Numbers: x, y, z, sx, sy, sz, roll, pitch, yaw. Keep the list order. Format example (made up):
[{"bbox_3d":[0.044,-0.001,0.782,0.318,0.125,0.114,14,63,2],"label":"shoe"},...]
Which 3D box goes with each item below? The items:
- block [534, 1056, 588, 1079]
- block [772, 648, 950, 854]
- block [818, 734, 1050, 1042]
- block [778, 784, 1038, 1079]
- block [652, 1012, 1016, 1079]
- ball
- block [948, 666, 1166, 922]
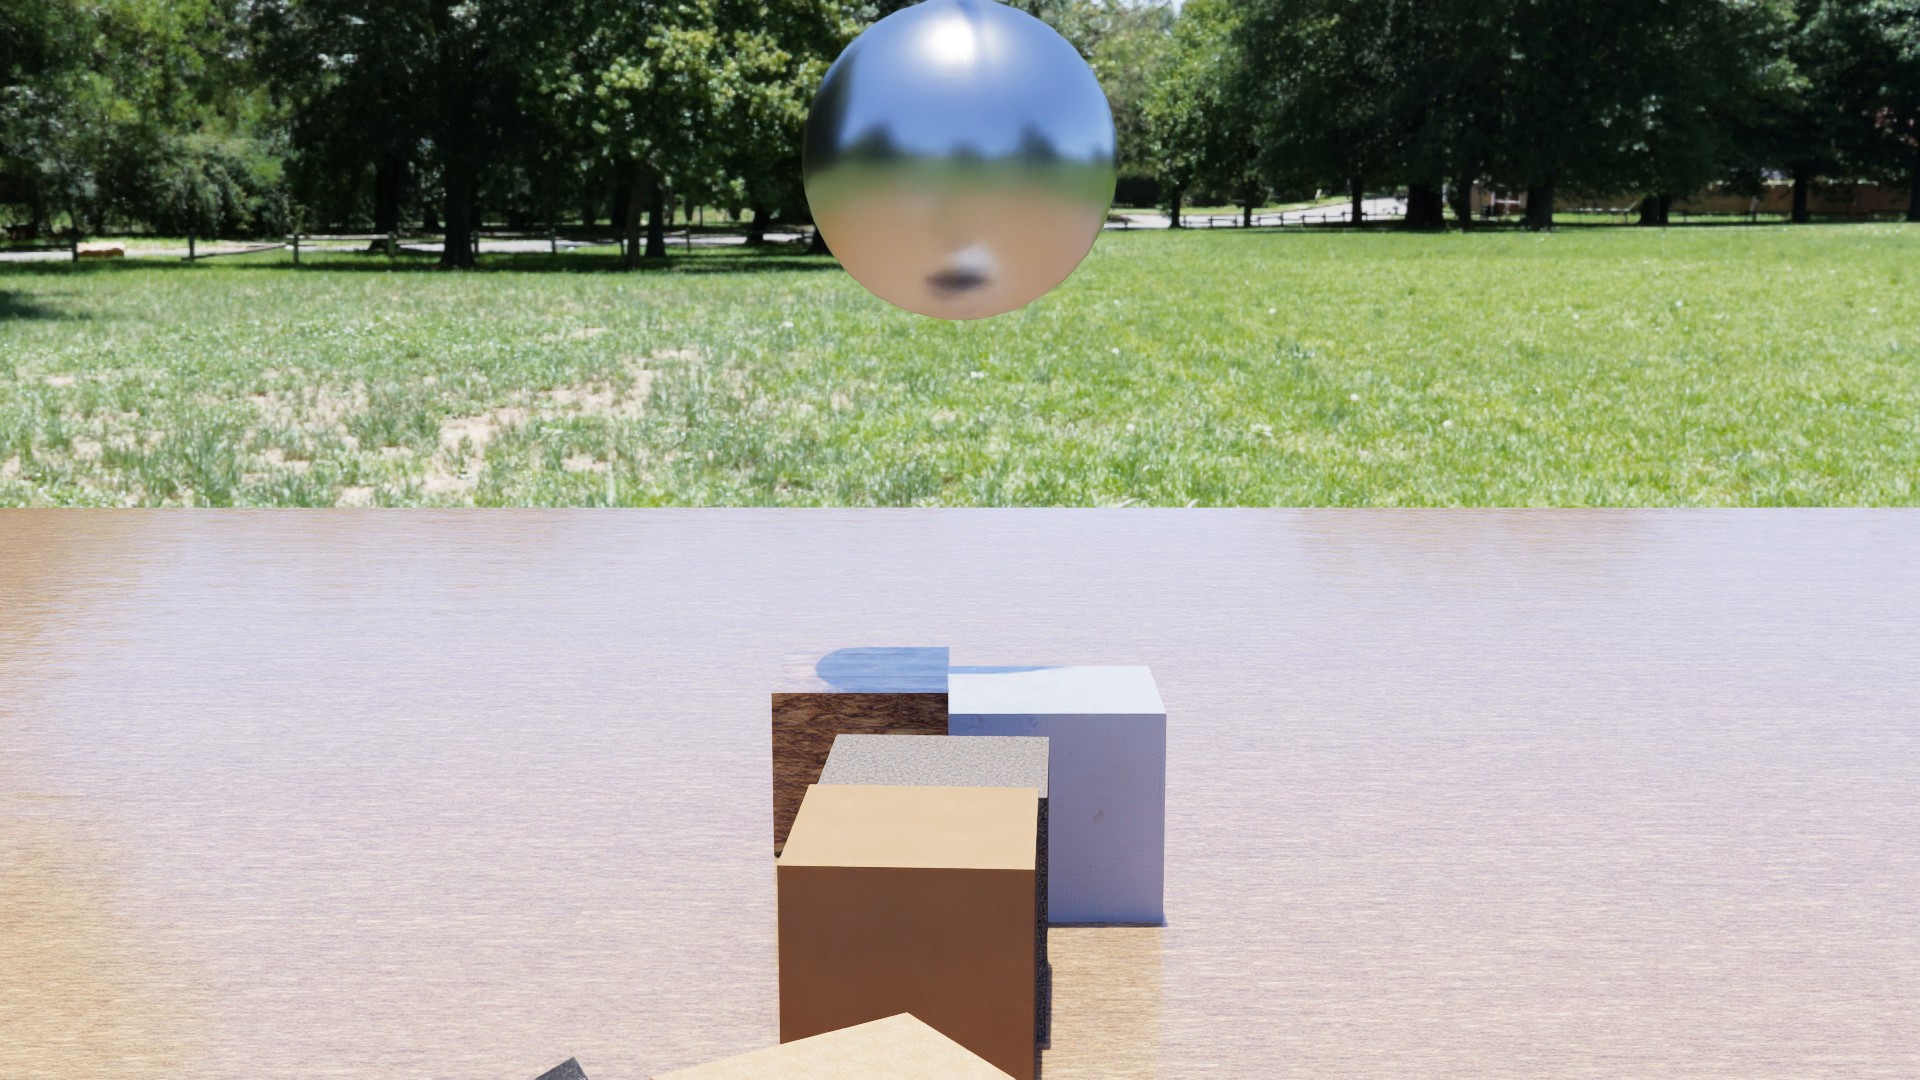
[{"bbox_3d":[-1.121,1.987,5.932,0.686,0.707,0.653,-28,24,-17],"label":"block"},{"bbox_3d":[-0.492,1.070,11.367,0.870,0.827,0.986,0,10,0],"label":"block"},{"bbox_3d":[-0.095,1.405,9.037,0.906,1.001,0.881,0,10,3],"label":"block"},{"bbox_3d":[-0.164,1.551,8.126,0.888,1.041,0.968,0,10,3],"label":"block"},{"bbox_3d":[-0.322,1.984,6.464,0.889,0.784,0.789,-7,12,-33],"label":"block"},{"bbox_3d":[0.000,-1.912,11.087,1.600,1.600,1.600,0,10,0],"label":"ball"},{"bbox_3d":[0.434,1.177,10.359,0.975,0.979,0.900,0,10,0],"label":"block"}]
